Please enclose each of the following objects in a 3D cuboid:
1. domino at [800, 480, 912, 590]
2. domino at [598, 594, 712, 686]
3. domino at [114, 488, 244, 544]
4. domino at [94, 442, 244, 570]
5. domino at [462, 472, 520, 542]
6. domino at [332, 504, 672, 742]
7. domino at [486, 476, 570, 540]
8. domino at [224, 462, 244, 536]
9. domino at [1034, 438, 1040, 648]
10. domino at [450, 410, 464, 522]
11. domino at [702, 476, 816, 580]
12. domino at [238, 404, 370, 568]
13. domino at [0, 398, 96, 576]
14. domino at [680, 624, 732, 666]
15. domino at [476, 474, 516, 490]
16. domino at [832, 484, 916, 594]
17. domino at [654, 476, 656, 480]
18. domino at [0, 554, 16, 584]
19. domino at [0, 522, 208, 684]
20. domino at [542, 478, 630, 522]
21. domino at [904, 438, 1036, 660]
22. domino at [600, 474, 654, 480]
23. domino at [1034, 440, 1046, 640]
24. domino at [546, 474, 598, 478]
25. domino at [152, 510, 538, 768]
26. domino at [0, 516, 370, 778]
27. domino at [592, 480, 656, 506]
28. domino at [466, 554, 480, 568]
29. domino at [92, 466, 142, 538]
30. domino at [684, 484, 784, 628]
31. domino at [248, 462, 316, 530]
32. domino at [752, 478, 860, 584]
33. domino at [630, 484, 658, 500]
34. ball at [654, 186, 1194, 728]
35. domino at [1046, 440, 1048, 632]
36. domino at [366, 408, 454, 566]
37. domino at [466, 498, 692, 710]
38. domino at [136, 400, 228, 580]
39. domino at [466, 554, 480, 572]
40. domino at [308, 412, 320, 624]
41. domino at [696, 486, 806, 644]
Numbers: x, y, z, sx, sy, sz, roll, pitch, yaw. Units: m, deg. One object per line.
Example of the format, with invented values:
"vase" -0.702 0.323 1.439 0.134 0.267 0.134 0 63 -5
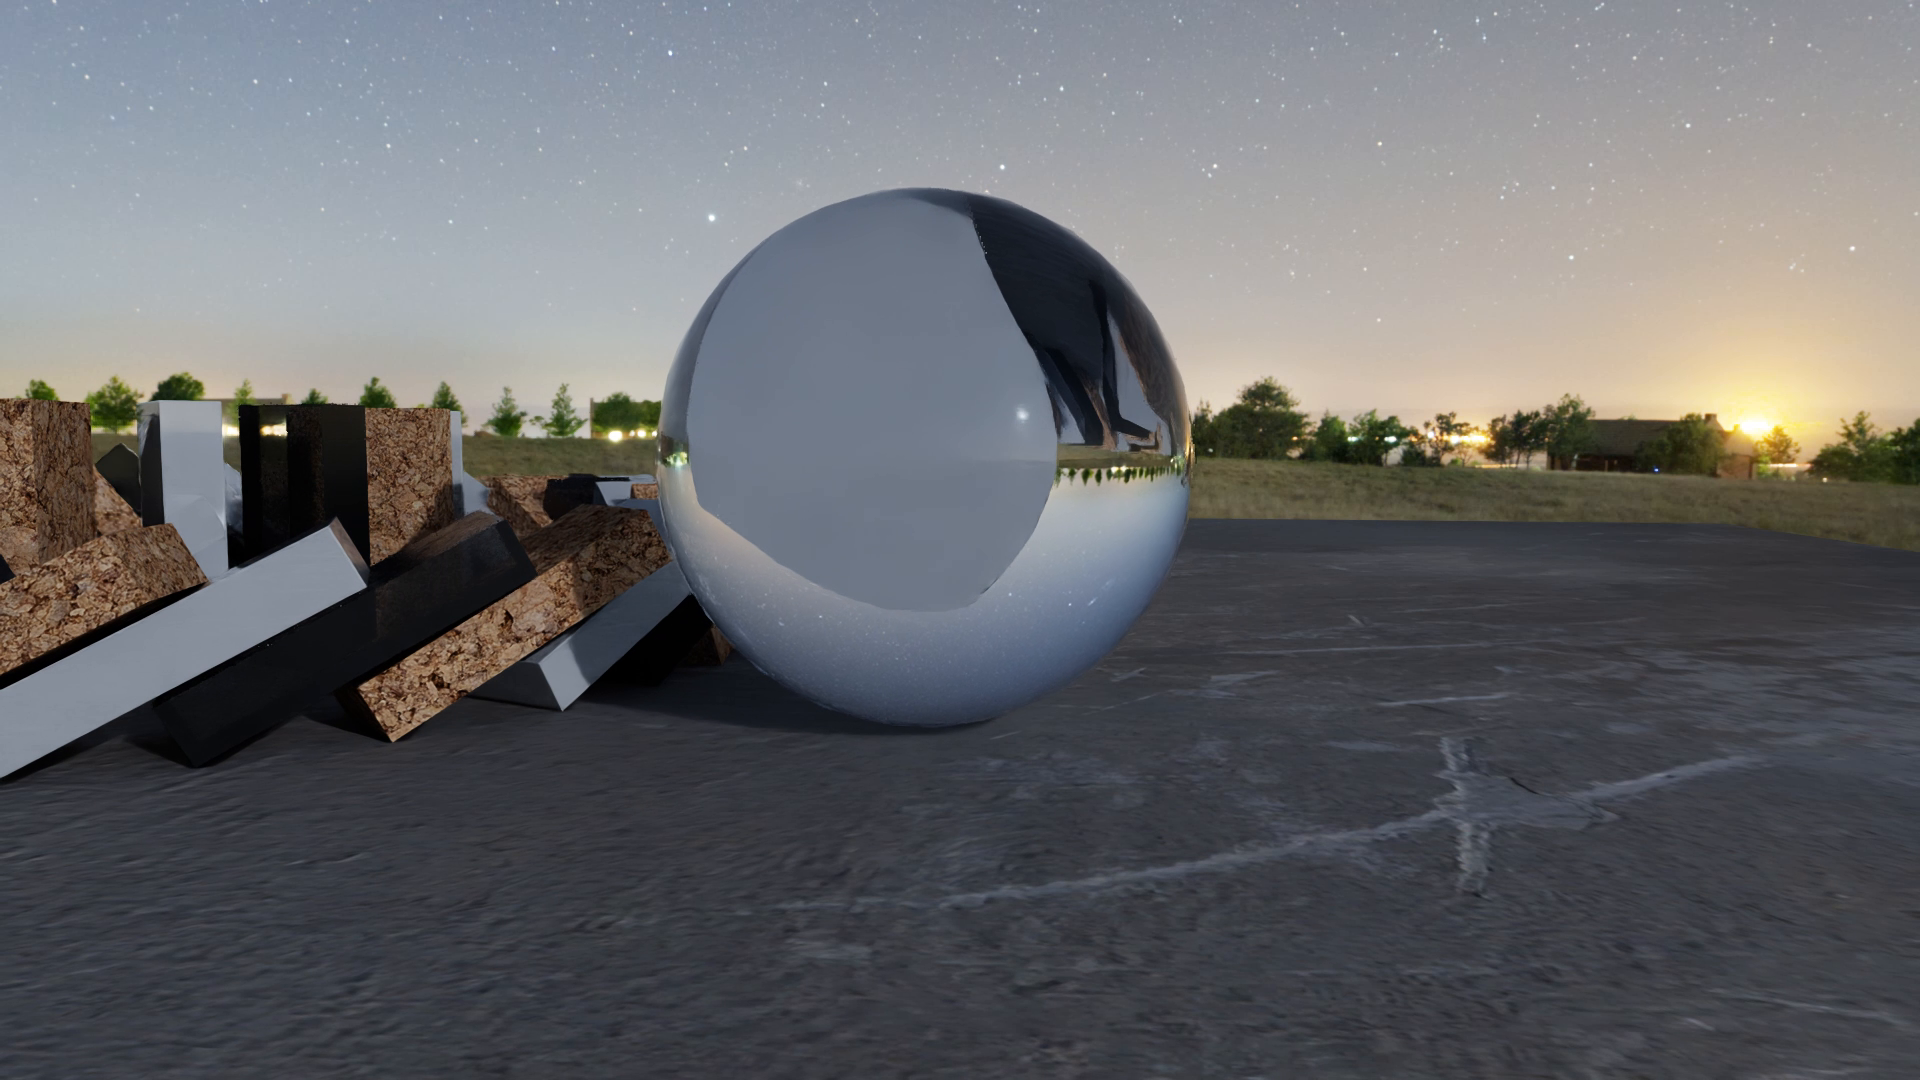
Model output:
"domino" -0.028 -0.003 0.395 0.025 0.010 0.050 -2 32 -35
"domino" -0.056 0.008 0.247 0.025 0.009 0.050 2 32 24
"domino" -0.253 -0.005 0.427 0.050 0.009 0.025 28 -7 -21
"domino" -0.219 -0.006 0.363 0.009 0.050 0.025 -49 26 -19
"domino" -0.141 -0.003 0.384 0.050 0.010 0.025 33 13 13
"domino" -0.074 0.011 0.204 0.050 0.009 0.025 -37 25 -31
"domino" -0.116 -0.002 0.380 0.050 0.009 0.025 38 27 32
"domino" -0.203 -0.006 0.376 0.050 0.009 0.025 41 -8 -15
"domino" 0.005 0.000 0.279 0.025 0.050 0.009 0 -38 4
"domino" -0.128 -0.005 0.295 0.025 0.050 0.009 -2 5 -26
"domino" -0.062 -0.005 0.424 0.025 0.010 0.050 -5 33 -47
"domino" -0.129 -0.001 0.253 0.025 0.050 0.009 2 5 28
"domino" -0.162 0.001 0.226 0.009 0.050 0.025 -1 4 -15
"domino" -0.052 0.007 0.269 0.025 0.009 0.050 1 32 18
"domino" -0.145 -0.007 0.455 0.050 0.010 0.025 28 9 8
"domino" -0.015 -0.001 0.376 0.025 0.009 0.050 -3 31 -34
"domino" -0.081 -0.006 0.436 0.050 0.010 0.025 35 23 30
"domino" -0.148 0.015 0.157 0.050 0.009 0.025 -29 7 -3
"domino" -0.127 0.014 0.165 0.050 0.009 0.025 -29 11 -11
"domino" -0.098 -0.001 0.368 0.025 0.009 0.050 -4 34 -40
"domino" 0.003 0.001 0.266 0.025 0.050 0.009 0 -38 4
"domino" -0.101 -0.007 0.446 0.050 0.009 0.025 33 19 24
"domino" 0.007 -0.001 0.291 0.025 0.050 0.009 0 -38 4
"domino" -0.122 -0.007 0.453 0.050 0.009 0.025 31 15 19
"domino" -0.089 0.013 0.188 0.050 0.009 0.025 -33 19 -23
"domino" -0.107 0.014 0.176 0.050 0.009 0.025 -31 15 -19
"domino" -0.082 0.000 0.352 0.025 0.009 0.050 -3 33 -31
"domino" -0.190 -0.007 0.452 0.050 0.010 0.025 27 3 -3
"domino" -0.233 -0.007 0.348 0.025 0.050 0.010 4 41 46
"domino" -0.056 0.003 0.314 0.025 0.009 0.050 0 33 -5
"domino" -0.183 -0.005 0.384 0.050 0.010 0.025 36 4 -2
"domino" -0.044 -0.004 0.410 0.025 0.009 0.050 -4 33 -42
"domino" -0.069 0.002 0.334 0.025 0.010 0.050 -2 33 -23
"ball" -0.005 -0.012 0.194 0.080 0.080 0.080 0 4 0
"domino" 0.008 -0.002 0.304 0.025 0.050 0.010 0 -37 4
"domino" -0.123 -0.003 0.274 0.025 0.050 0.009 0 4 0
"domino" -0.064 0.010 0.227 0.025 0.009 0.050 3 33 31
"domino" -0.143 0.000 0.236 0.009 0.050 0.025 -4 6 -40
"domino" -0.162 -0.004 0.385 0.050 0.009 0.025 34 9 5
"domino" -0.143 -0.006 0.311 0.009 0.050 0.025 2 5 21
"domino" -0.052 0.005 0.292 0.025 0.009 0.050 1 33 6
